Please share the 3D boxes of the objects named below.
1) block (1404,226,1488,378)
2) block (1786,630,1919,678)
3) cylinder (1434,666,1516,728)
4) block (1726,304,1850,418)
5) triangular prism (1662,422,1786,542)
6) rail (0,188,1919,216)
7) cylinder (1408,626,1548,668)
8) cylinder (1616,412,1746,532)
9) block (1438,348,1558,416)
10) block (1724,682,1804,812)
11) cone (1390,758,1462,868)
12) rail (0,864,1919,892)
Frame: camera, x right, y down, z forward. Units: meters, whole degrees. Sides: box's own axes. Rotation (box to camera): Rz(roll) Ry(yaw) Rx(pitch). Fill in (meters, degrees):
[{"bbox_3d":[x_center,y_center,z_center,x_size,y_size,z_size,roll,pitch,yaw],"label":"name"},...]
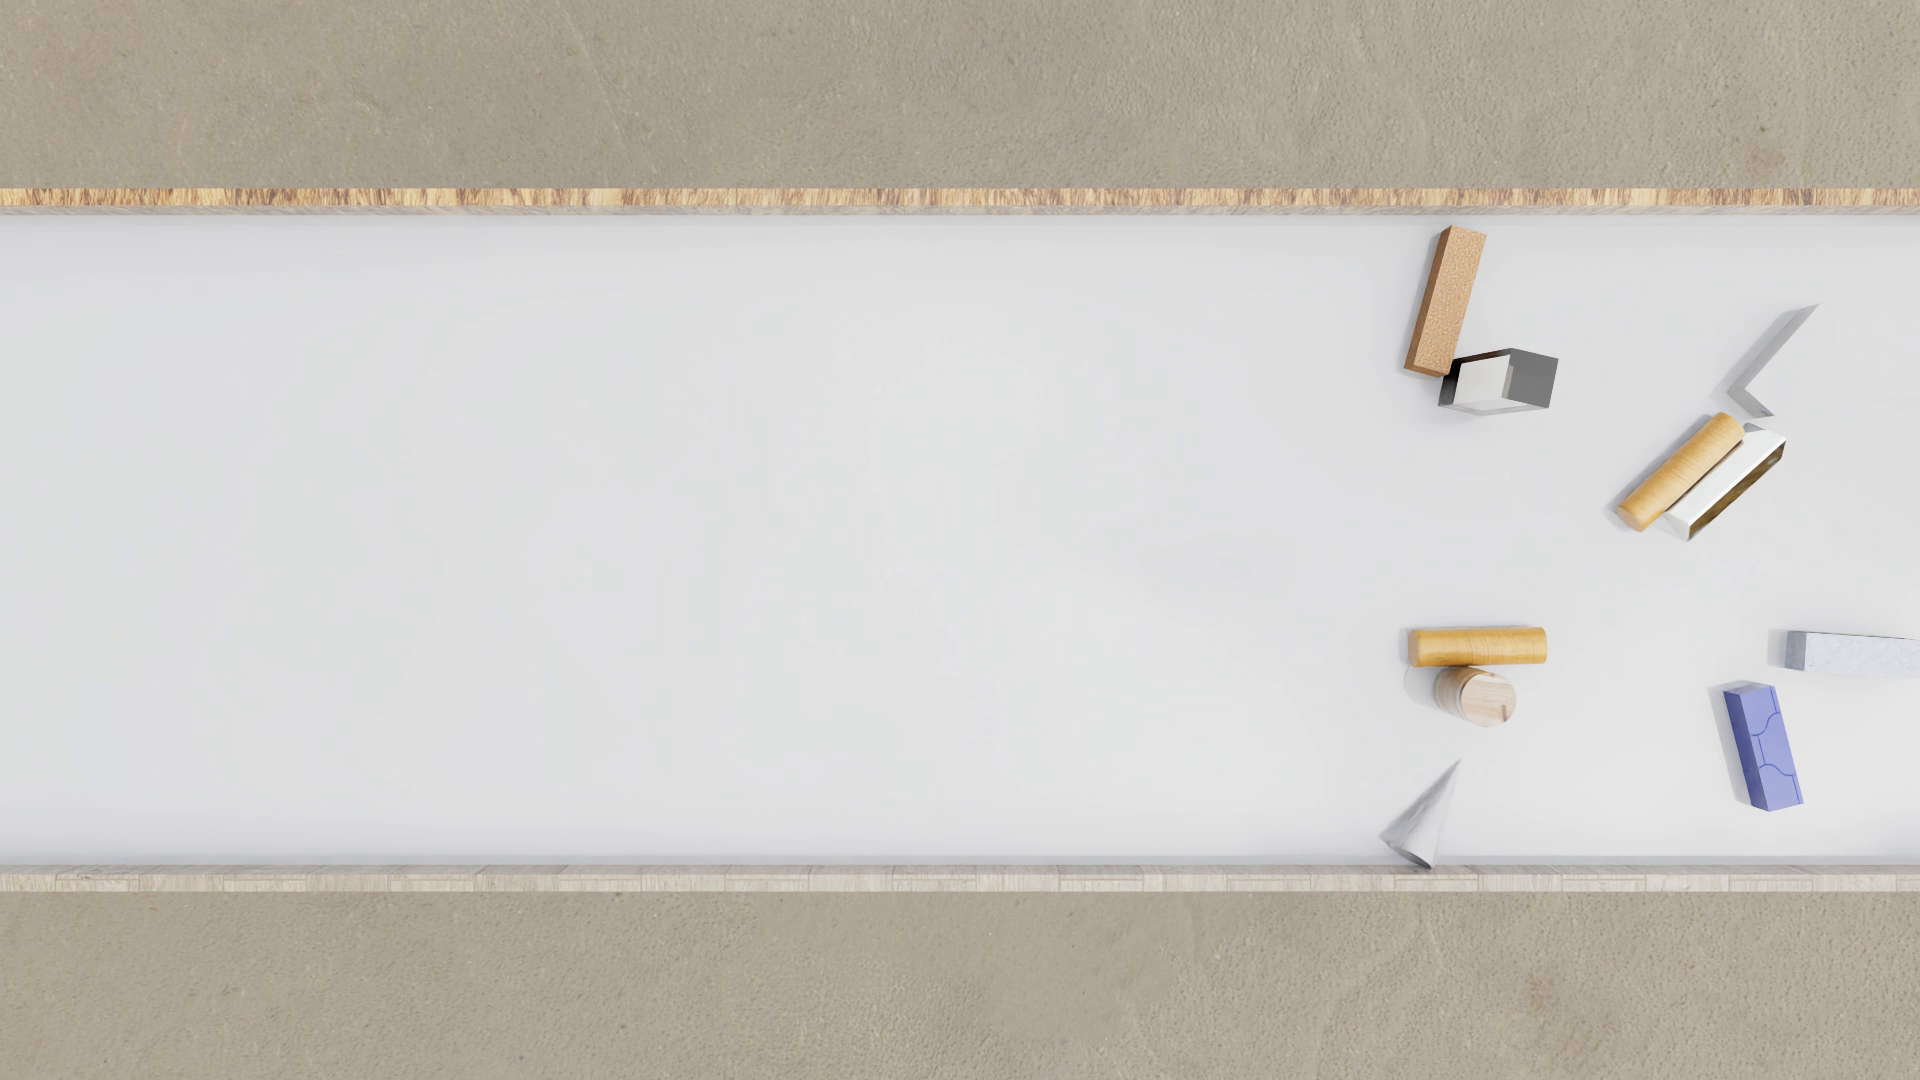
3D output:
[{"bbox_3d":[1.477,-0.724,5.021,0.110,0.110,0.436,15,90,0],"label":"block"},{"bbox_3d":[2.722,0.349,5.018,0.358,0.117,0.117,4,90,0],"label":"block"},{"bbox_3d":[1.532,0.462,4.918,0.158,0.313,0.158,0,90,2],"label":"cylinder"},{"bbox_3d":[2.517,-0.543,5.015,0.122,0.122,0.345,42,90,0],"label":"block"},{"bbox_3d":[2.330,-0.177,5.009,0.386,0.129,0.149,-42,90,0],"label":"triangular prism"},{"bbox_3d":[-2.247,-1.025,5.002,12.000,0.150,0.050,0,90,0],"label":"rail"},{"bbox_3d":[1.574,0.326,5.020,0.389,0.114,0.114,-2,90,0],"label":"cylinder"},{"bbox_3d":[2.193,-0.207,5.024,0.424,0.106,0.106,-43,90,0],"label":"cylinder"},{"bbox_3d":[1.575,-0.460,4.851,0.144,0.436,0.144,12,90,-7],"label":"block"},{"bbox_3d":[2.446,0.629,5.022,0.108,0.108,0.365,-14,90,0],"label":"block"},{"bbox_3d":[1.458,0.813,5.042,0.141,0.141,0.355,31,79,0],"label":"cone"},{"bbox_3d":[-2.247,1.025,5.001,12.000,0.150,0.050,0,90,0],"label":"rail"}]
